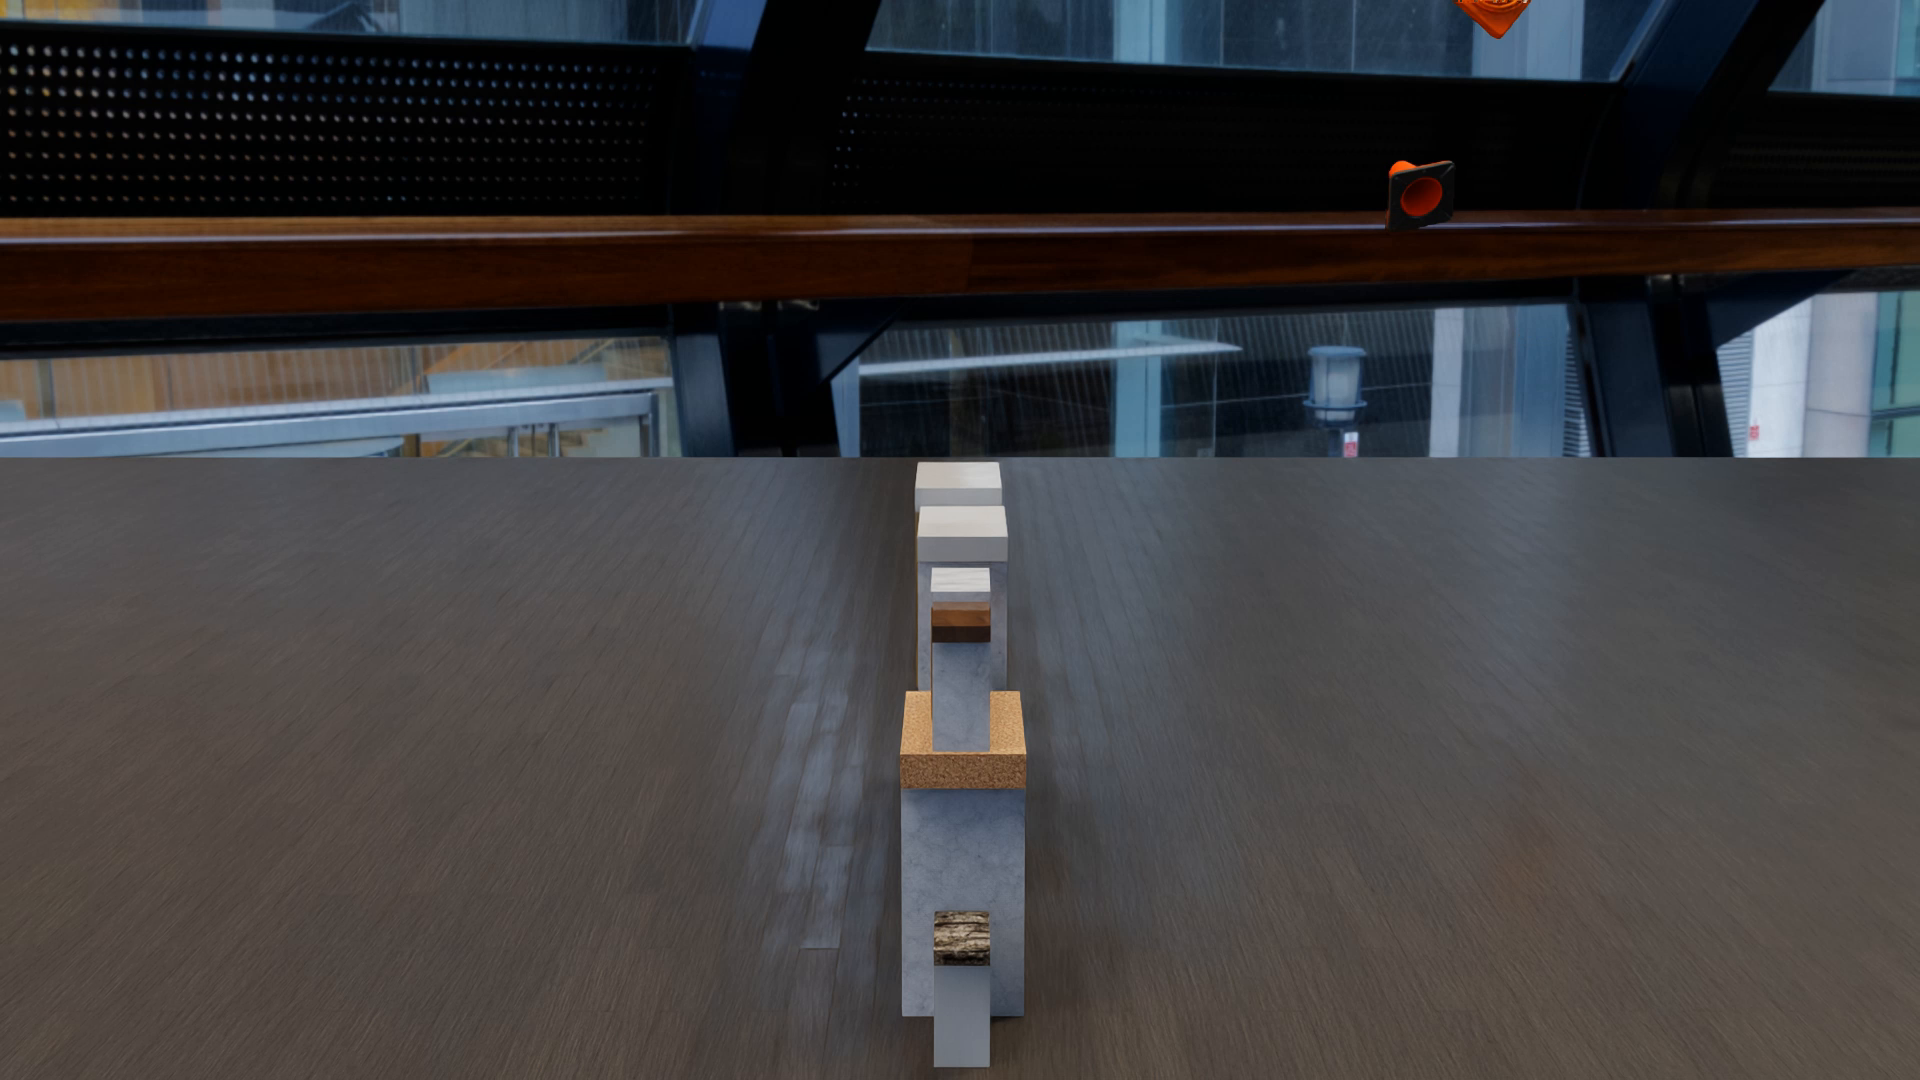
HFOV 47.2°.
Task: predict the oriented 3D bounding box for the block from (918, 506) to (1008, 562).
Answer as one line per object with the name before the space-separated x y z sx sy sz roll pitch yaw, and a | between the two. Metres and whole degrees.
block | 0.004 -0.012 3.664 0.145 0.041 0.290 0 11 0

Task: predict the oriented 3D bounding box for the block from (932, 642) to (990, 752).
block | 0.002 0.215 3.063 0.080 0.160 0.023 0 11 0

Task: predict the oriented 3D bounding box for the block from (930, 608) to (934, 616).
block | 0.001 0.178 3.226 0.086 0.173 0.024 0 11 0

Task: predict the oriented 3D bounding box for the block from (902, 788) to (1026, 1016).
block | 0.004 0.508 3.153 0.175 0.350 0.050 0 11 0

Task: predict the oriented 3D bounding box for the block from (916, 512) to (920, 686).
block | -0.003 0.100 3.888 0.150 0.319 0.043 0 10 0

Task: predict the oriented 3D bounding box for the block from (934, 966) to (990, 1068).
block | 0.003 0.640 2.985 0.076 0.151 0.021 0 11 0

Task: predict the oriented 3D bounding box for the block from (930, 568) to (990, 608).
block | 0.001 0.070 3.265 0.086 0.024 0.173 0 11 0

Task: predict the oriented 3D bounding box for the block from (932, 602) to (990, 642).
block | 0.002 0.115 3.099 0.080 0.023 0.160 0 11 0

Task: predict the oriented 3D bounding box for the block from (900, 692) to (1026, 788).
block | 0.005 0.290 3.231 0.175 0.050 0.350 0 11 0

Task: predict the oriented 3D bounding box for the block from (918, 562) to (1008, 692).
block | 0.004 0.177 3.600 0.145 0.307 0.041 0 11 0

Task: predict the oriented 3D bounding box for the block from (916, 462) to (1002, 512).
block | -0.003 -0.096 3.954 0.150 0.043 0.301 0 11 0

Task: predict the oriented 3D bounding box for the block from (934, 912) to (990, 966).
block | 0.003 0.546 3.019 0.076 0.021 0.151 0 11 0
